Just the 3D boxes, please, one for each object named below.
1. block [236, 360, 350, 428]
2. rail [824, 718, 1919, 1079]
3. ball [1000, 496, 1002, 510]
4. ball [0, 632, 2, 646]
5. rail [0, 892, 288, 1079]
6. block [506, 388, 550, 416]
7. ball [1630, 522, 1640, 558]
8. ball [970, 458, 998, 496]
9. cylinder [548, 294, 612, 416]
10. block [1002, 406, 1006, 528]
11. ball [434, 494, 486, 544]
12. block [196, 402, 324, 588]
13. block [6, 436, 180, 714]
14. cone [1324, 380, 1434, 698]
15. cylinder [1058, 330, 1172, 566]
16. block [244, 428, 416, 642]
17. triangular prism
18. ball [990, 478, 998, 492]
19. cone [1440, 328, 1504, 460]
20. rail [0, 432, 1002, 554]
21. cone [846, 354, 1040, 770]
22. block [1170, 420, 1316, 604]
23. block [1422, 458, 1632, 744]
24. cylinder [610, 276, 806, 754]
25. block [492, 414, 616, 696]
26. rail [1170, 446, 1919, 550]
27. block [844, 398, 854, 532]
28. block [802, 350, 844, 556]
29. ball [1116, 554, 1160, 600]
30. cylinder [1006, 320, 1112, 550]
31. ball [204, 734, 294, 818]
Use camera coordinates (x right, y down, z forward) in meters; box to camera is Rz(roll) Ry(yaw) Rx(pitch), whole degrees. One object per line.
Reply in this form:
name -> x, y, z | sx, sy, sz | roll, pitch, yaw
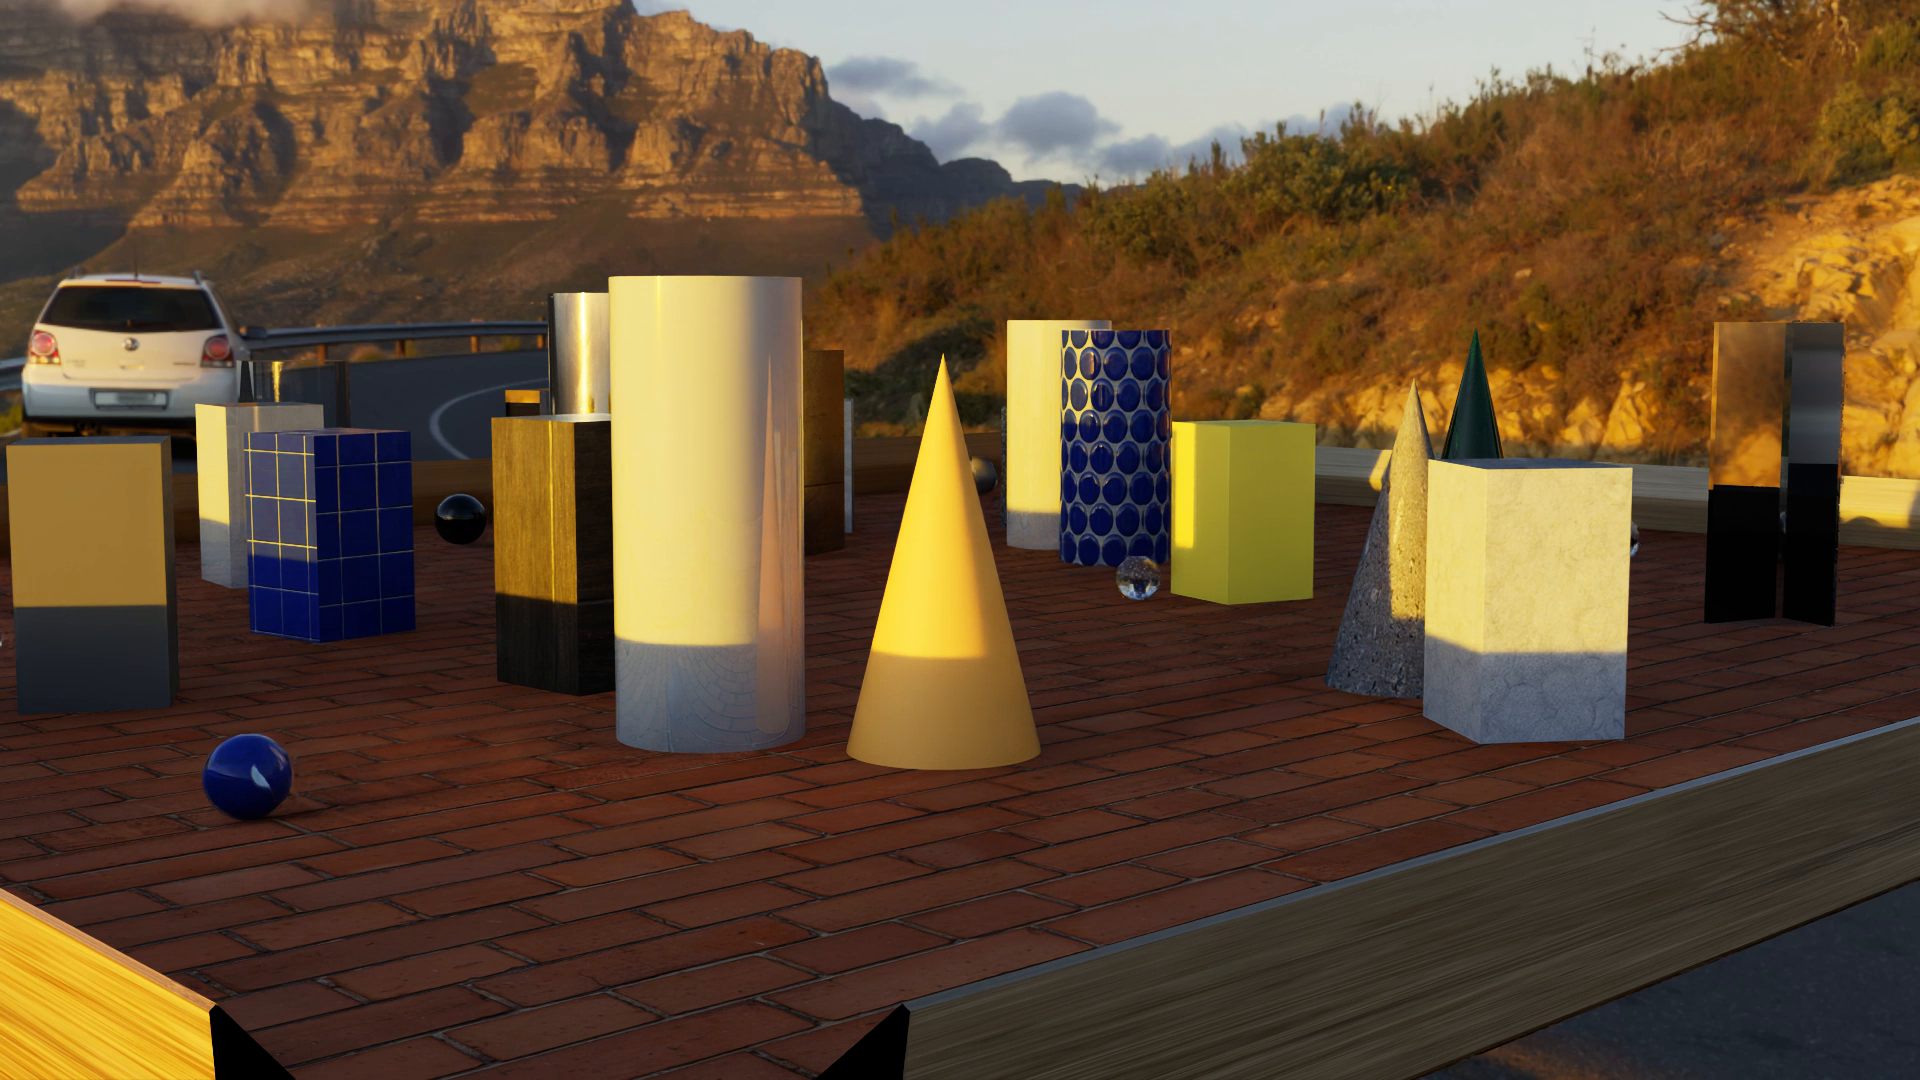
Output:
block -> -1.176, -0.138, 3.893 | 0.159, 0.357, 0.159 | -3, 7, -29
rail -> 1.139, 0.162, 2.104 | 3.673, 0.129, 0.045 | -5, 8, -42
ball -> 0.121, -0.079, 4.689 | 0.073, 0.073, 0.073 | 0, 6, 0
ball -> -1.260, 0.127, 2.834 | 0.047, 0.047, 0.047 | 0, 6, 0
rail -> -1.332, 0.161, 2.109 | 0.045, 0.129, 3.406 | -5, 8, -42
block -> -0.697, -0.117, 3.940 | 0.159, 0.305, 0.159 | 4, 7, 31
ball -> 1.136, -0.002, 3.837 | 0.096, 0.096, 0.096 | 0, 6, 0
ball -> 0.043, -0.152, 5.299 | 0.093, 0.093, 0.093 | 0, 6, 0
cylinder -> -0.482, -0.115, 3.129 | 0.199, 0.468, 0.199 | 0, 6, 0
block -> 0.197, -0.151, 4.534 | 0.159, 0.249, 0.159 | 5, 8, 41
ball -> -0.953, -0.039, 4.196 | 0.097, 0.097, 0.097 | 0, 6, 0
block -> -1.152, -0.078, 3.629 | 0.159, 0.291, 0.159 | -4, 7, -35
block -> -0.986, 0.035, 2.512 | 0.159, 0.298, 0.159 | -2, 6, -16
cone -> 0.536, -0.010, 2.614 | 0.199, 0.366, 0.199 | 0, 6, 0
cylinder -> 0.277, -0.168, 3.922 | 0.199, 0.411, 0.199 | 0, 6, 0
block -> -0.874, -0.011, 3.053 | 0.159, 0.278, 0.159 | 5, 8, 38
triangular prism -> 1.162, -0.098, 3.164 | 0.172, 0.428, 0.149 | 1, 6, 13
ball -> 0.063, -0.145, 5.399 | 0.058, 0.058, 0.058 | 0, 6, 0
cone -> 0.834, -0.138, 3.575 | 0.199, 0.421, 0.199 | 0, 6, 0
rail -> -1.139, -0.094, 4.559 | 3.673, 0.129, 0.045 | -5, 8, -42
cone -> -0.017, 0.013, 2.218 | 0.199, 0.402, 0.199 | 0, 6, 0
block -> 0.441, -0.047, 3.434 | 0.159, 0.271, 0.159 | -3, 7, -27
block -> 0.602, 0.060, 2.345 | 0.159, 0.283, 0.159 | -1, 6, -9
cylinder -> -0.262, -0.033, 2.294 | 0.199, 0.478, 0.199 | 0, 6, 0
block -> -0.446, 0.012, 2.640 | 0.159, 0.318, 0.159 | 5, 8, 42
rail -> 1.332, -0.094, 4.555 | 0.045, 0.129, 3.406 | -5, 8, -42
block -> -0.298, -0.154, 4.491 | 0.159, 0.263, 0.159 | 0, 6, -1
block -> -0.323, -0.164, 4.069 | 0.159, 0.372, 0.159 | 3, 7, 27
ball -> 0.275, 0.058, 3.398 | 0.070, 0.070, 0.070 | 0, 6, 0
cylinder -> 0.188, -0.204, 4.184 | 0.199, 0.426, 0.199 | 0, 6, 0
ball -> -0.626, 0.207, 1.934 | 0.075, 0.075, 0.075 | 0, 6, 0
